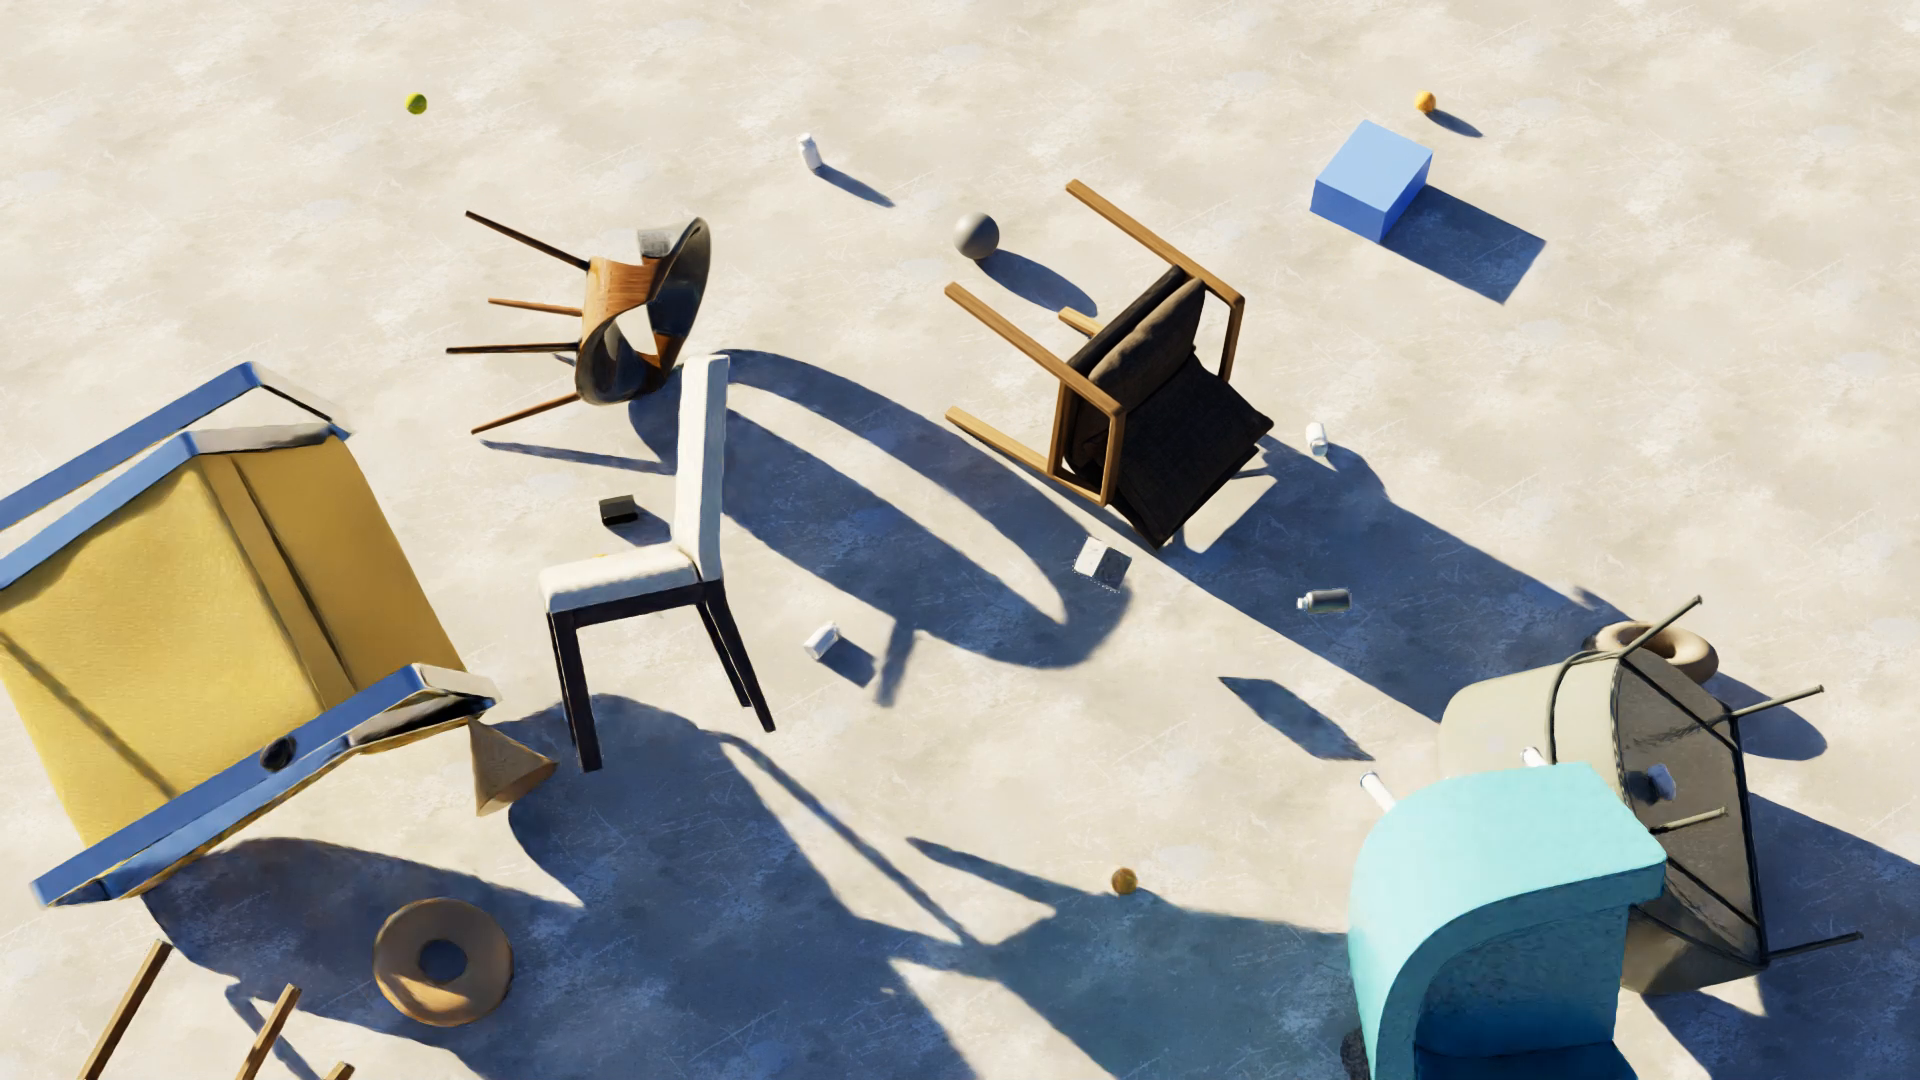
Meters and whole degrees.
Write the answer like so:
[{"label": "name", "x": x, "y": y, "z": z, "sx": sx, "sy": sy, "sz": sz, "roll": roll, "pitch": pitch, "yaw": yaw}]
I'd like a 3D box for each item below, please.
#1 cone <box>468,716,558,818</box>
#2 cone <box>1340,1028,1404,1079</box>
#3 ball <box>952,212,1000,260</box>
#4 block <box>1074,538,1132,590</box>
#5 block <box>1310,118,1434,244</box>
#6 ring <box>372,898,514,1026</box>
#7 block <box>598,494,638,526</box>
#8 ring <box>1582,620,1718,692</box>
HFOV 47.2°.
[{"label": "cone", "x": -1.282, "y": 0.581, "z": 6.028, "sx": 0.256, "sy": 0.199, "sz": 0.256, "roll": -33, "pitch": 77, "yaw": -17}, {"label": "cone", "x": 1.076, "y": 1.316, "z": 5.620, "sx": 0.094, "sy": 0.181, "sz": 0.188, "roll": -22, "pitch": 91, "yaw": -48}, {"label": "ball", "x": 0.052, "y": -0.989, "z": 7.145, "sx": 0.154, "sy": 0.154, "sz": 0.154, "roll": 0, "pitch": 56, "yaw": 0}, {"label": "block", "x": 0.408, "y": 0.067, "z": 6.262, "sx": 0.087, "sy": 0.107, "sz": 0.100, "roll": 26, "pitch": 89, "yaw": 52}, {"label": "block", "x": 1.362, "y": -1.188, "z": 7.279, "sx": 0.259, "sy": 0.153, "sz": 0.331, "roll": 30, "pitch": 61, "yaw": 18}, {"label": "ring", "x": -1.354, "y": 1.103, "z": 5.764, "sx": 0.349, "sy": 0.075, "sz": 0.407, "roll": -31, "pitch": 58, "yaw": -31}, {"label": "block", "x": -1.027, "y": -0.089, "z": 6.606, "sx": 0.105, "sy": 0.045, "sz": 0.066, "roll": -11, "pitch": 57, "yaw": -7}, {"label": "ring", "x": 1.968, "y": 0.331, "z": 6.272, "sx": 0.382, "sy": 0.137, "sz": 0.188, "roll": 7, "pitch": 55, "yaw": 6}]
